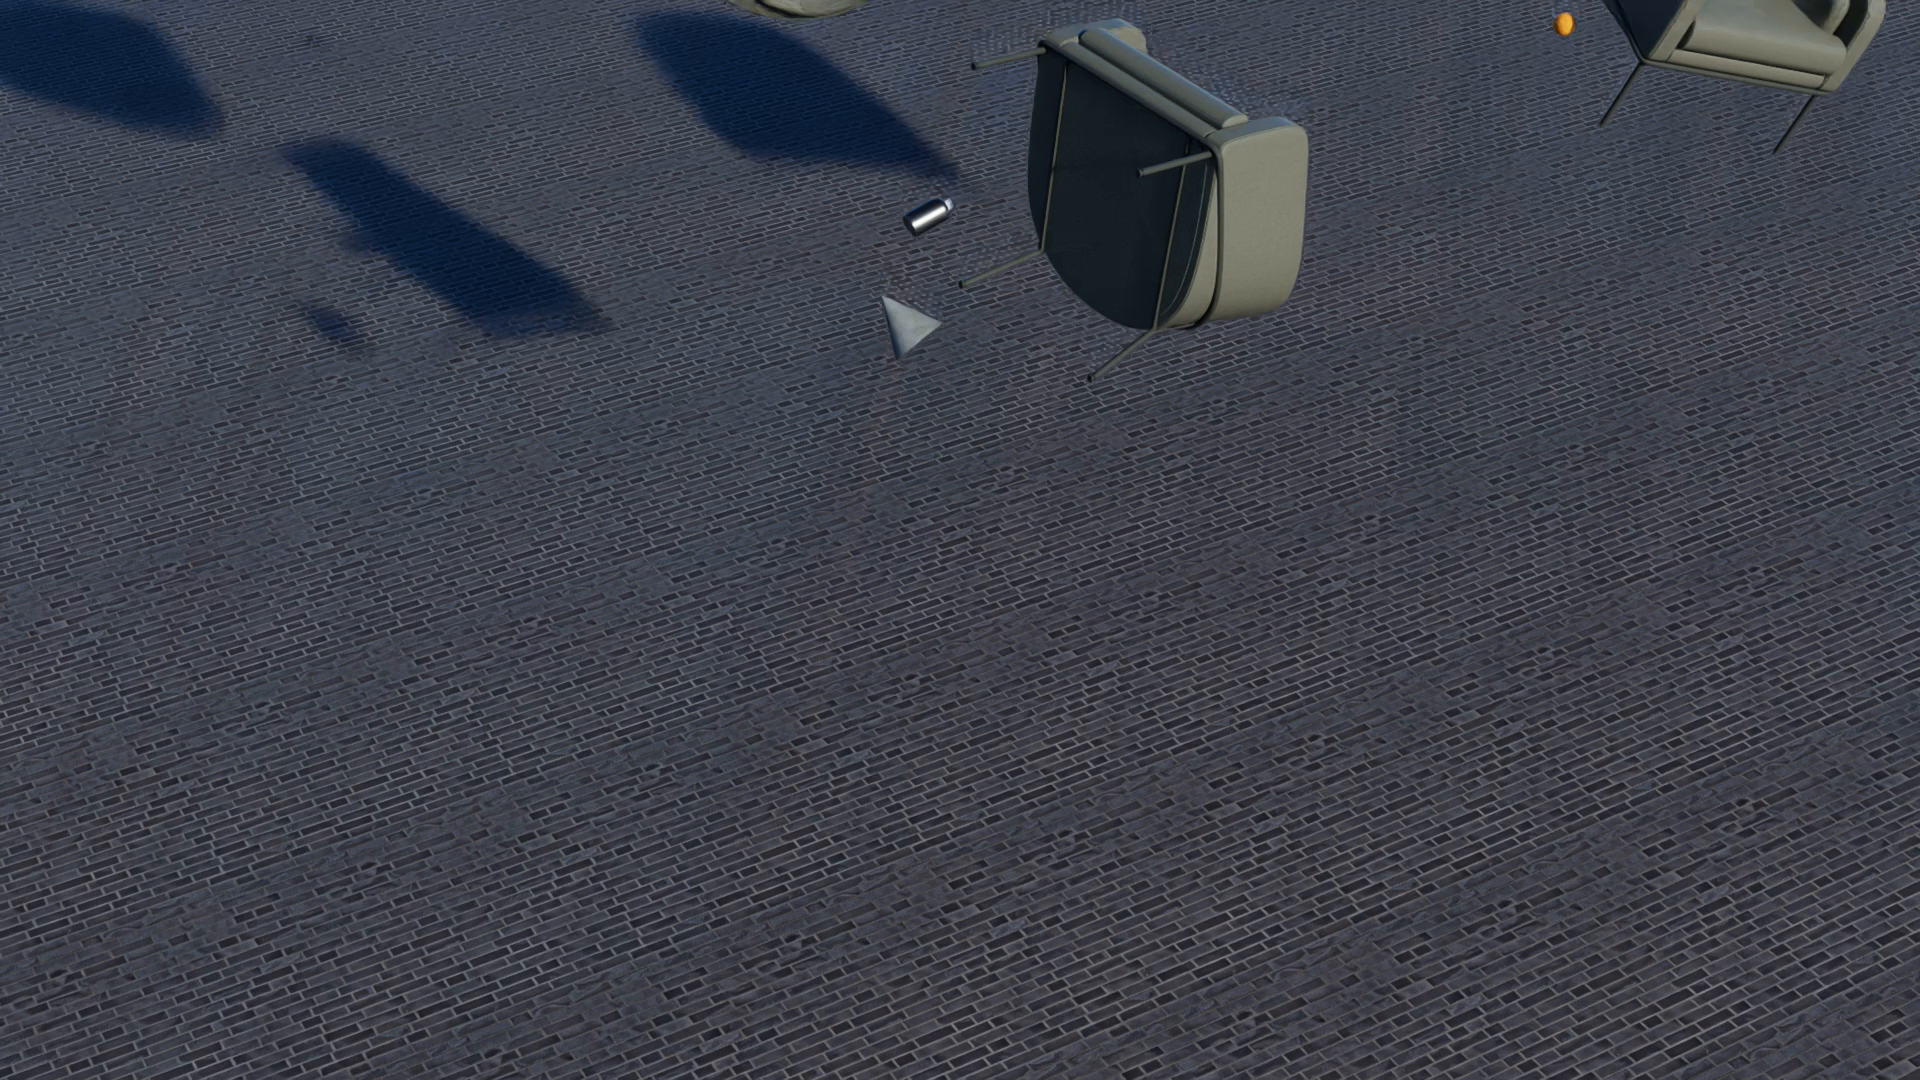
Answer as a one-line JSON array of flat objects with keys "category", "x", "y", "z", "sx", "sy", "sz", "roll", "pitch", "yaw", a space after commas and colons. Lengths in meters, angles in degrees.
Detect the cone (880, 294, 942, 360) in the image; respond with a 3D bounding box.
[{"category": "cone", "x": -0.170, "y": -0.631, "z": 8.336, "sx": 0.174, "sy": 0.162, "sz": 0.180, "roll": 51, "pitch": 48, "yaw": -3}]
